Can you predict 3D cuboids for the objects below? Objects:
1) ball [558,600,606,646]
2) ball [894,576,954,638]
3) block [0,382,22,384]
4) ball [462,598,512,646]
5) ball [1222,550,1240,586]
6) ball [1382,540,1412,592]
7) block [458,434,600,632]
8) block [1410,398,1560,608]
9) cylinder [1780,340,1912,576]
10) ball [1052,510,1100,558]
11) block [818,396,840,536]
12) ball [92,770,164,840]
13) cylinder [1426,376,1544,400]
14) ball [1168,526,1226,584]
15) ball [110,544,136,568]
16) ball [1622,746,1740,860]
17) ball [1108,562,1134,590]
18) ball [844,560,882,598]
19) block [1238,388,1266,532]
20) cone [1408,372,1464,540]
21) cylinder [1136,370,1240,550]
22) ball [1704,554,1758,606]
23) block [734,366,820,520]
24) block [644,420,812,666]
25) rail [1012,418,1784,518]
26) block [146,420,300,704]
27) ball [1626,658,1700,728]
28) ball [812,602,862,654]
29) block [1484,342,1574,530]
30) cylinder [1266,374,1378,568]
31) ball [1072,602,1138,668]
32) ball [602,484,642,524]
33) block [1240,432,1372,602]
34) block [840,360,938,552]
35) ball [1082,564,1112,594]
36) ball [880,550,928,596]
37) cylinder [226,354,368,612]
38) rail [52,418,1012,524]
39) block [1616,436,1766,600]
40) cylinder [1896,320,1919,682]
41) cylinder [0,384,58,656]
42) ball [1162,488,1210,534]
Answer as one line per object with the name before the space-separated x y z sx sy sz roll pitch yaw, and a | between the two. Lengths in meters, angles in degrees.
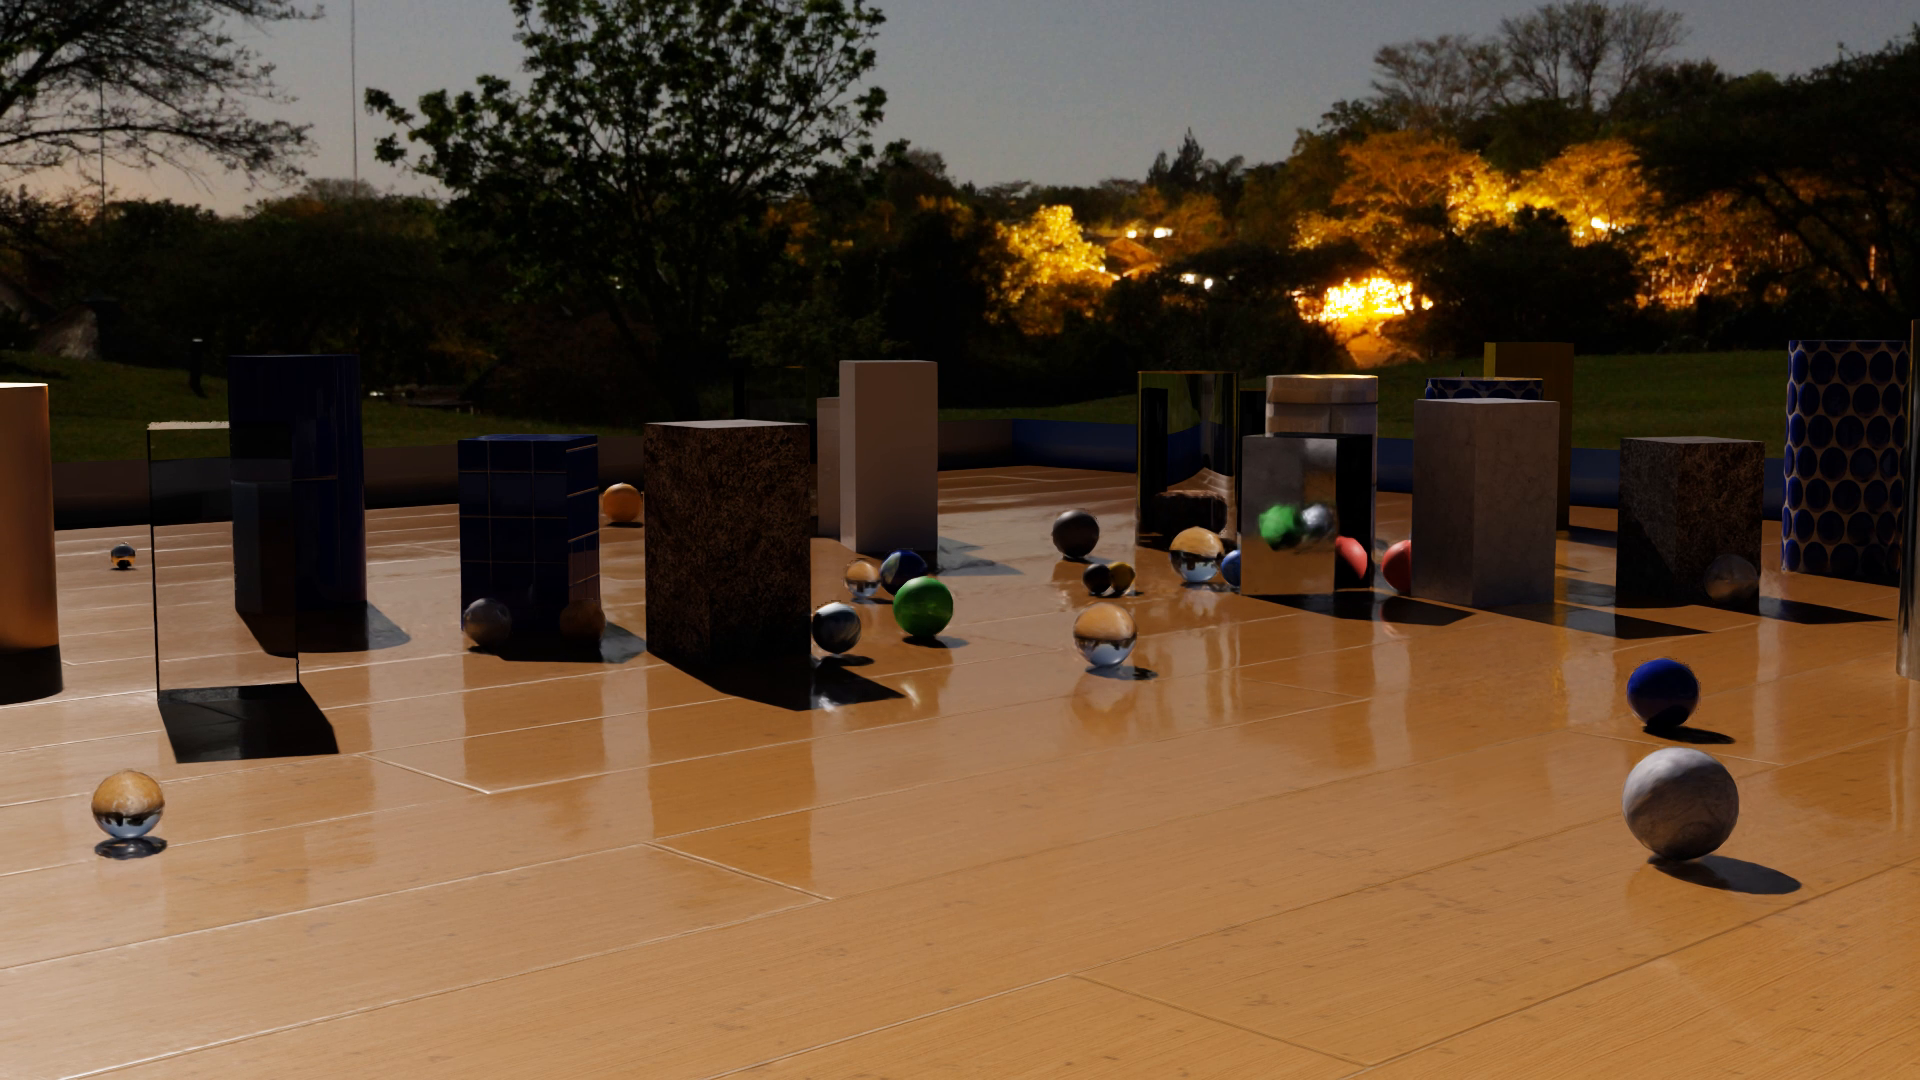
ball | -0.500 0.110 2.910 0.062 0.062 0.062 0 6 0
ball | -0.050 0.091 2.991 0.082 0.082 0.082 0 6 0
block | -1.555 -0.075 3.384 0.154 0.331 0.154 3 7 25
ball | -0.625 0.108 2.911 0.064 0.064 0.064 0 6 0
ball | 0.444 0.045 3.494 0.057 0.057 0.057 0 6 0
ball | 0.707 0.041 3.472 0.080 0.080 0.080 0 6 0
block | -0.608 -0.013 3.116 0.154 0.264 0.154 1 6 7
block | 0.803 -0.061 3.372 0.154 0.305 0.154 -3 7 -24
cylinder | 1.505 -0.143 3.741 0.193 0.391 0.193 0 6 0
ball | 0.208 -0.012 3.953 0.085 0.085 0.085 0 6 0
block | -0.175 -0.146 4.347 0.154 0.271 0.154 3 7 29
ball | -0.700 0.223 1.852 0.058 0.058 0.058 0 6 0
cylinder | 0.878 -0.107 3.697 0.193 0.328 0.193 0 6 0
ball | 0.386 0.024 3.579 0.092 0.092 0.092 0 6 0
ball | -1.443 0.028 3.791 0.040 0.040 0.040 0 6 0
ball | 0.584 0.213 1.785 0.091 0.091 0.091 0 6 0
ball | 0.253 0.057 3.483 0.047 0.047 0.047 0 6 0
ball | -0.150 0.061 3.391 0.059 0.059 0.059 0 6 0
block | 0.607 -0.163 4.454 0.154 0.282 0.154 1 6 11
cone | 0.921 -0.148 4.051 0.193 0.336 0.193 0 6 0
cylinder | 0.429 -0.153 4.147 0.193 0.326 0.193 0 6 0
ball | 1.159 0.060 3.305 0.078 0.078 0.078 0 6 0
block | -0.388 -0.207 4.681 0.154 0.321 0.154 1 6 7
block | -0.301 -0.002 2.841 0.154 0.298 0.154 -5 8 -39
rail | 1.611 -0.123 4.810 0.045 0.125 4.350 -6 8 -42
block | -0.858 0.021 2.564 0.154 0.311 0.154 -2 6 -18
ball | 0.748 0.163 2.340 0.074 0.074 0.074 0 6 0
ball | -0.159 0.114 2.829 0.065 0.065 0.065 0 6 0
block | 1.158 -0.215 4.498 0.154 0.376 0.154 1 6 5
cylinder | 0.629 -0.121 3.837 0.193 0.328 0.193 0 6 0
ball | 0.181 0.118 2.741 0.081 0.081 0.081 0 6 0
ball | -0.704 -0.077 4.582 0.083 0.083 0.083 0 6 0
block | 0.543 -0.040 3.446 0.154 0.248 0.154 4 7 31
block | -0.134 -0.159 4.102 0.154 0.347 0.154 -1 6 -14
ball | 0.216 0.060 3.450 0.047 0.047 0.047 0 6 0
ball | -0.086 0.052 3.371 0.075 0.075 0.075 0 6 0
cylinder | -1.000 -0.091 3.321 0.193 0.375 0.193 0 6 0
rail | -1.459 -0.133 4.905 4.431 0.125 0.045 -6 8 -42
block | 1.142 -0.037 3.445 0.154 0.241 0.154 -2 6 -17
cylinder | 1.241 -0.049 2.647 0.193 0.432 0.193 0 6 0
cylinder | -1.295 -0.030 2.891 0.193 0.345 0.193 0 6 0
ball | 0.445 -0.057 4.347 0.094 0.094 0.094 0 6 0
